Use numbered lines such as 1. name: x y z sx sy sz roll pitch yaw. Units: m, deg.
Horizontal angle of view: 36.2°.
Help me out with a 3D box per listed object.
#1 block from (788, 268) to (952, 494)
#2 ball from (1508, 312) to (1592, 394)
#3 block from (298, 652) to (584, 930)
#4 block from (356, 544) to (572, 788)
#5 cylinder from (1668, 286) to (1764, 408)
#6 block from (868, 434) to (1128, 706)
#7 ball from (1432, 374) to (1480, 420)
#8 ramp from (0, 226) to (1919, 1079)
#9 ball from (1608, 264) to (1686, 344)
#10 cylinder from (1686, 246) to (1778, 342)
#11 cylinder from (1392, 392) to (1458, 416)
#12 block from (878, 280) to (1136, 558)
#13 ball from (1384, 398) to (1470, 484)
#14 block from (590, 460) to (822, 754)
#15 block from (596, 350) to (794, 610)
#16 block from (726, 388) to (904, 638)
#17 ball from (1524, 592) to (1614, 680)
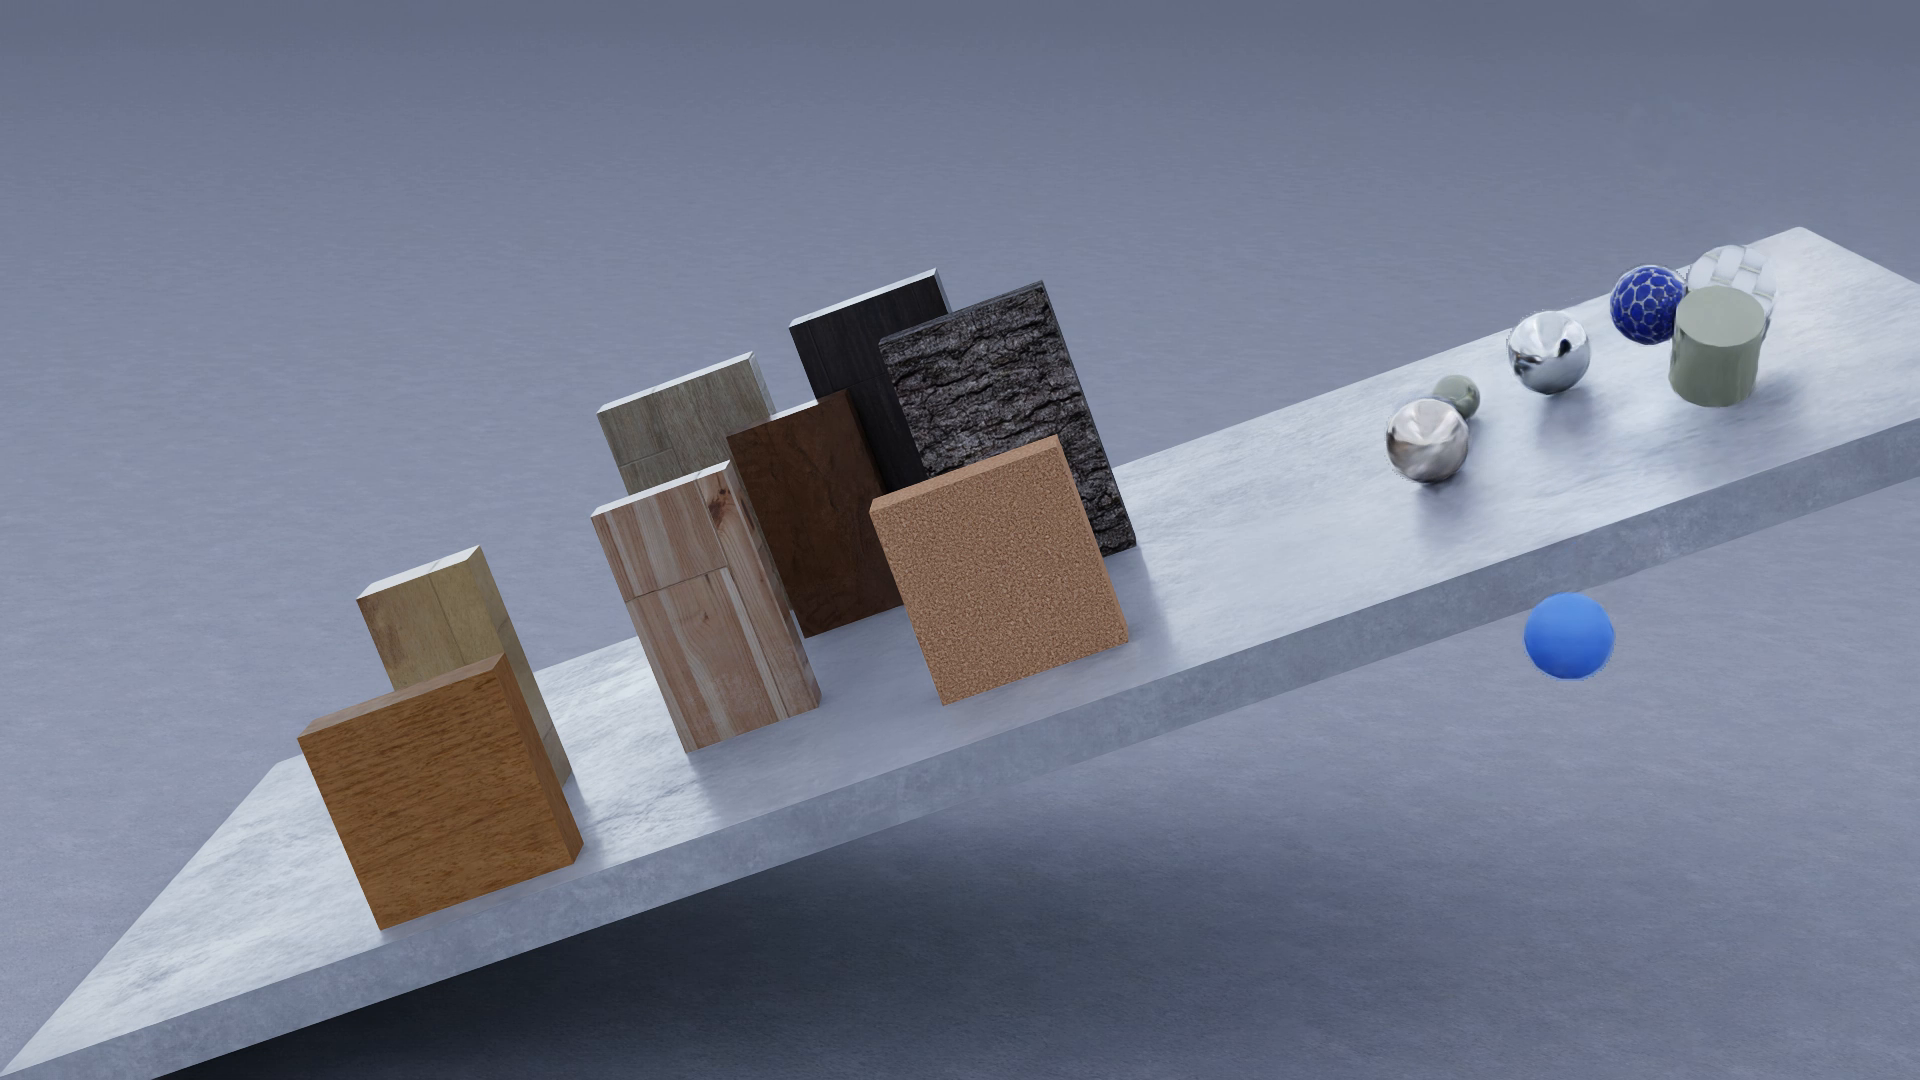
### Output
1. block: -0.105 -0.244 6.713 0.349 0.662 0.119 -19 11 6
2. ball: 1.257 -0.399 6.273 0.176 0.176 0.176 0 13 0
3. block: -0.978 0.475 5.554 0.396 0.402 0.121 -19 11 6
4. block: -1.031 0.305 6.139 0.247 0.521 0.137 -19 11 6
5. cylinder: 1.453 -0.371 5.652 0.166 0.166 0.166 -4 48 4
6. block: 0.077 0.058 5.641 0.377 0.403 0.123 -19 11 6
7. ball: 1.070 -0.306 6.347 0.106 0.106 0.106 0 13 0
8. ramp: 0.115 0.177 6.297 4.000 0.100 2.000 -19 11 6
9. ball: 1.409 -0.480 6.006 0.163 0.163 0.163 0 13 0
10. cylinder: 1.527 -0.471 5.837 0.174 0.174 0.174 3 -16 11
11. cylinder: 0.989 -0.256 6.239 0.111 0.111 0.111 -3 8 -12
12. block: 0.105 -0.212 6.351 0.371 0.599 0.103 -19 11 6
13. ball: 0.940 -0.199 5.914 0.169 0.169 0.169 0 13 0
14. block: -0.514 0.137 5.996 0.292 0.527 0.093 -19 11 6
15. block: -0.569 -0.098 7.002 0.384 0.600 0.115 -19 11 6
16. block: -0.301 -0.059 6.622 0.284 0.493 0.085 -19 11 6
17. ball: 0.990 0.156 4.785 0.143 0.143 0.143 0 13 0
